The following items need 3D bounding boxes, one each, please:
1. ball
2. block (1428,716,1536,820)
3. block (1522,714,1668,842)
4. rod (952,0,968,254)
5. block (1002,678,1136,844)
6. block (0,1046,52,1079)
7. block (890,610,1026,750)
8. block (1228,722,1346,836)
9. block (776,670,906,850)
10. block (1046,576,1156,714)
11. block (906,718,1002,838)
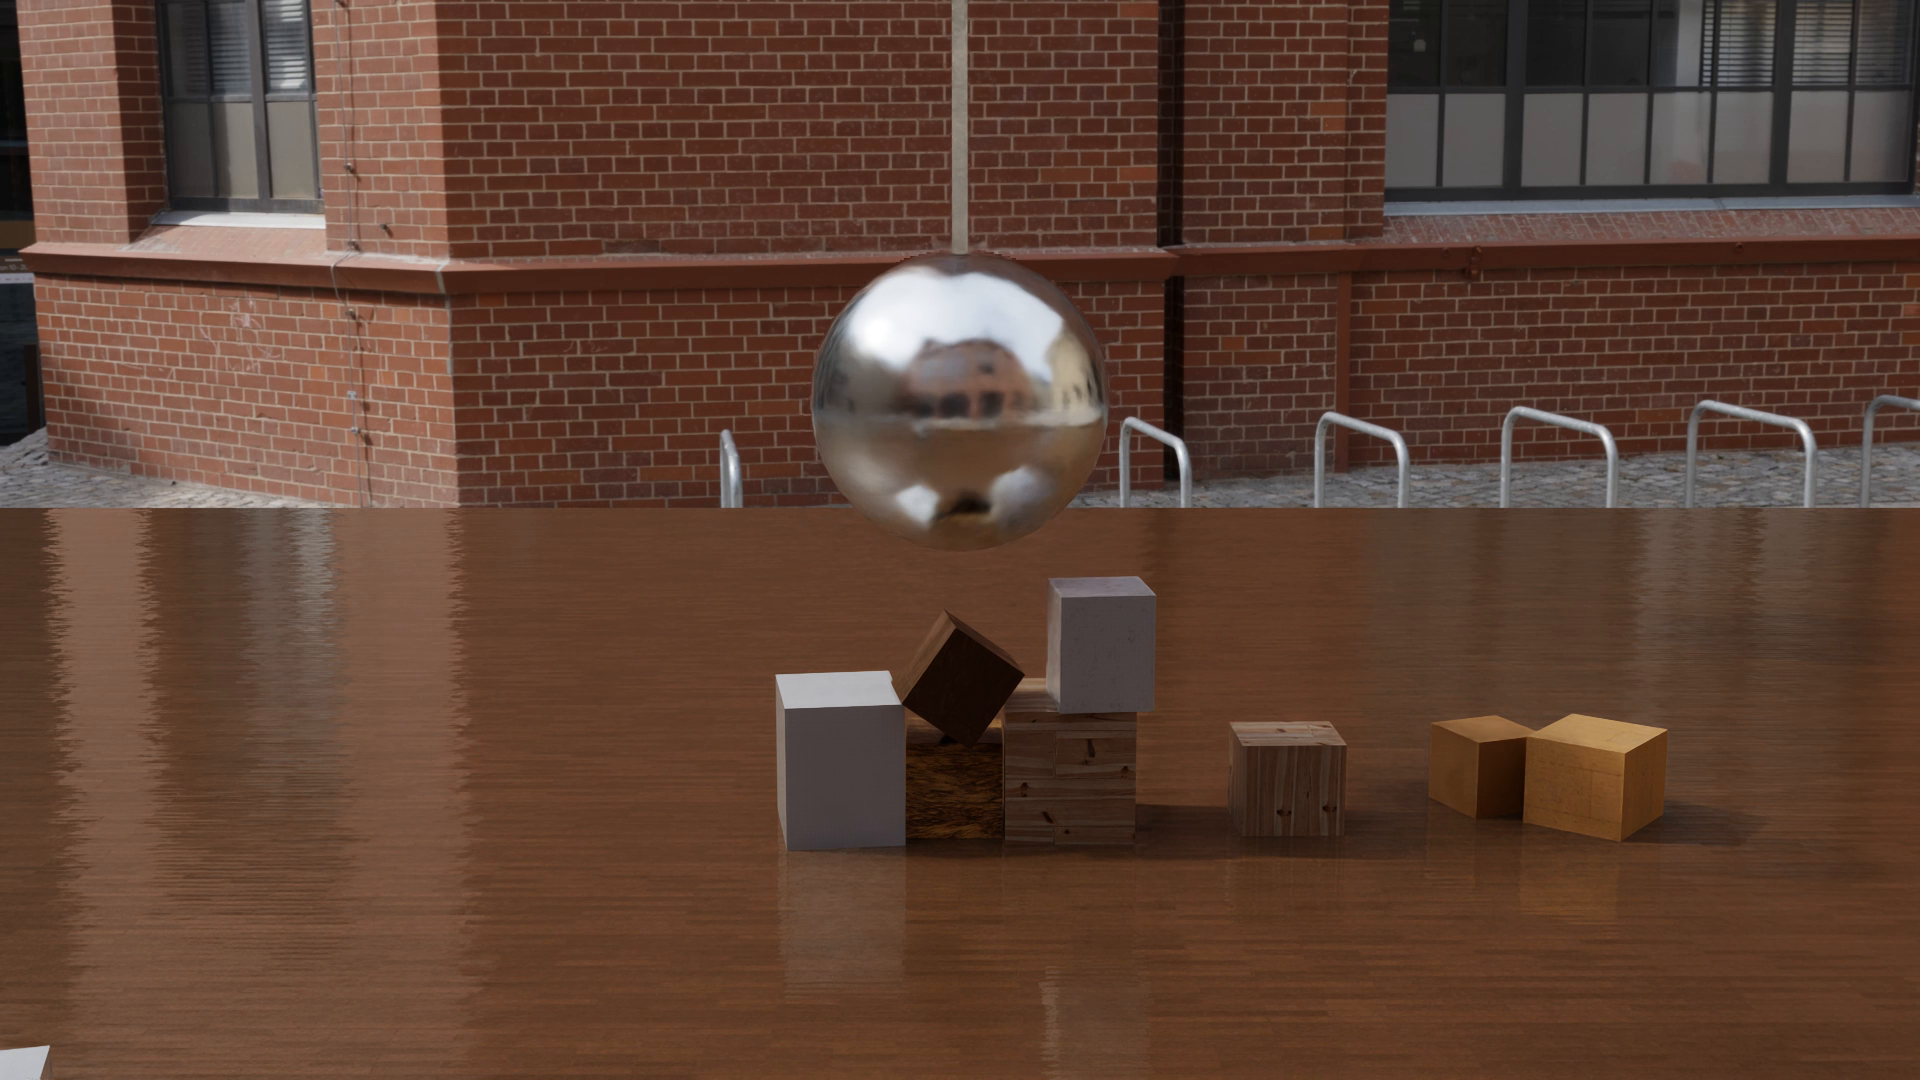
[{"bbox_3d":[0.000,-0.738,11.743,1.600,1.600,1.600,0,10,0],"label":"ball"},{"bbox_3d":[2.813,1.209,11.759,0.416,0.414,0.433,-4,11,-22],"label":"block"},{"bbox_3d":[3.323,1.232,11.496,0.525,0.463,0.581,8,13,38],"label":"block"},{"bbox_3d":[0.000,-3.992,10.756,0.080,5.200,0.080,0,17,0],"label":"rod"},{"bbox_3d":[0.555,1.135,11.392,0.657,0.690,0.697,0,10,0],"label":"block"},{"bbox_3d":[-3.019,2.005,6.320,0.728,0.794,0.706,-3,11,-15],"label":"block"},{"bbox_3d":[-0.016,0.702,11.140,0.430,0.468,0.448,35,3,-13],"label":"block"},{"bbox_3d":[1.693,1.236,11.431,0.531,0.478,0.465,0,10,-1],"label":"block"},{"bbox_3d":[-0.623,1.124,11.334,0.599,0.733,0.714,-2,10,-8],"label":"block"},{"bbox_3d":[0.710,0.527,11.157,0.476,0.592,0.484,-1,10,-6],"label":"block"},{"bbox_3d":[-0.029,1.228,11.411,0.490,0.501,0.499,0,10,0],"label":"block"}]
